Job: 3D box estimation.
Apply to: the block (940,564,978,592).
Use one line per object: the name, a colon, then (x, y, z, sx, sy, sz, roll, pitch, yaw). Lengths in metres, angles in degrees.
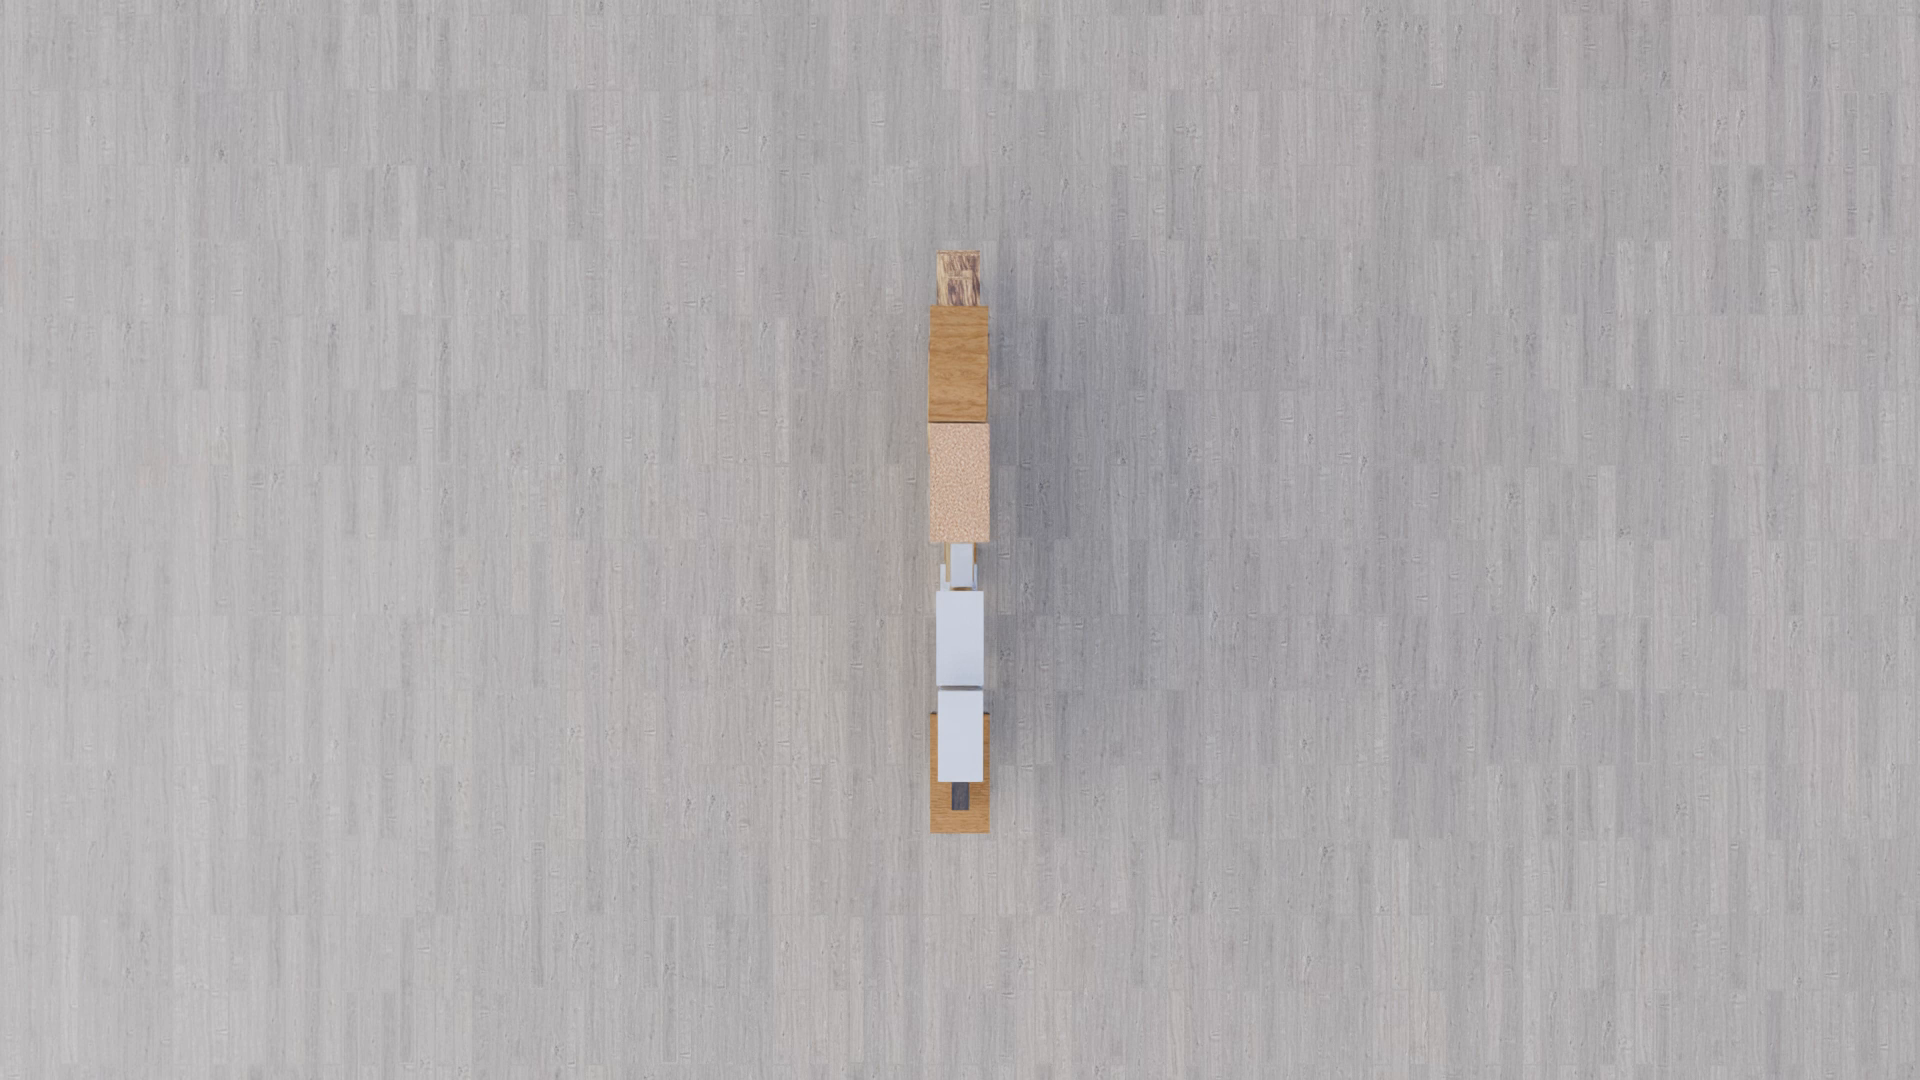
block: (-0.003, 0.194, 5.250, 0.117, 0.033, 0.233, 0, 90, 0)

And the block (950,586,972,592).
block: (0.003, 0.204, 5.084, 0.070, 0.020, 0.139, 0, 90, 0)

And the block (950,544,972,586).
block: (0.005, 0.075, 4.898, 0.063, 0.018, 0.127, 0, 90, 0)

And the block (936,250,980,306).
block: (-0.005, -0.725, 4.862, 0.126, 0.036, 0.252, 0, 90, 0)

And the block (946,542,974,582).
block: (0.000, 0.042, 5.047, 0.087, 0.025, 0.175, 0, 90, 0)

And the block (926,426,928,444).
block: (-0.010, -0.306, 4.958, 0.174, 0.347, 0.049, 1, 90, 0)

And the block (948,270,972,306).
block: (0.001, -0.696, 4.695, 0.070, 0.020, 0.140, 0, 90, 0)

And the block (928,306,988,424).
block: (-0.004, -0.468, 4.405, 0.154, 0.044, 0.309, 1, 90, 0)

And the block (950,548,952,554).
block: (0.005, 0.033, 4.971, 0.063, 0.127, 0.018, 0, 90, 0)

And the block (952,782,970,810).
block: (0.001, 0.715, 4.676, 0.050, 0.014, 0.101, 0, 90, 0)

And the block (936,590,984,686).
block: (0.000, 0.277, 4.658, 0.132, 0.037, 0.265, 0, 90, 0)

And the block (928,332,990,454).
block: (-0.005, -0.421, 4.760, 0.174, 0.049, 0.347, 1, 90, 0)

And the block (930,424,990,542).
block: (-0.001, -0.152, 4.398, 0.157, 0.045, 0.315, 0, 90, 0)

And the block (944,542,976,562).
block: (0.002, -0.029, 5.283, 0.101, 0.029, 0.202, 0, 90, 0)

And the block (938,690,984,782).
block: (0.001, 0.537, 4.521, 0.123, 0.035, 0.246, 0, 90, 0)

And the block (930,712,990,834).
block: (0.000, 0.678, 4.808, 0.172, 0.049, 0.345, 0, 90, 0)

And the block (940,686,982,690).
block: (0.002, 0.455, 4.740, 0.123, 0.403, 0.035, 0, 90, 0)
